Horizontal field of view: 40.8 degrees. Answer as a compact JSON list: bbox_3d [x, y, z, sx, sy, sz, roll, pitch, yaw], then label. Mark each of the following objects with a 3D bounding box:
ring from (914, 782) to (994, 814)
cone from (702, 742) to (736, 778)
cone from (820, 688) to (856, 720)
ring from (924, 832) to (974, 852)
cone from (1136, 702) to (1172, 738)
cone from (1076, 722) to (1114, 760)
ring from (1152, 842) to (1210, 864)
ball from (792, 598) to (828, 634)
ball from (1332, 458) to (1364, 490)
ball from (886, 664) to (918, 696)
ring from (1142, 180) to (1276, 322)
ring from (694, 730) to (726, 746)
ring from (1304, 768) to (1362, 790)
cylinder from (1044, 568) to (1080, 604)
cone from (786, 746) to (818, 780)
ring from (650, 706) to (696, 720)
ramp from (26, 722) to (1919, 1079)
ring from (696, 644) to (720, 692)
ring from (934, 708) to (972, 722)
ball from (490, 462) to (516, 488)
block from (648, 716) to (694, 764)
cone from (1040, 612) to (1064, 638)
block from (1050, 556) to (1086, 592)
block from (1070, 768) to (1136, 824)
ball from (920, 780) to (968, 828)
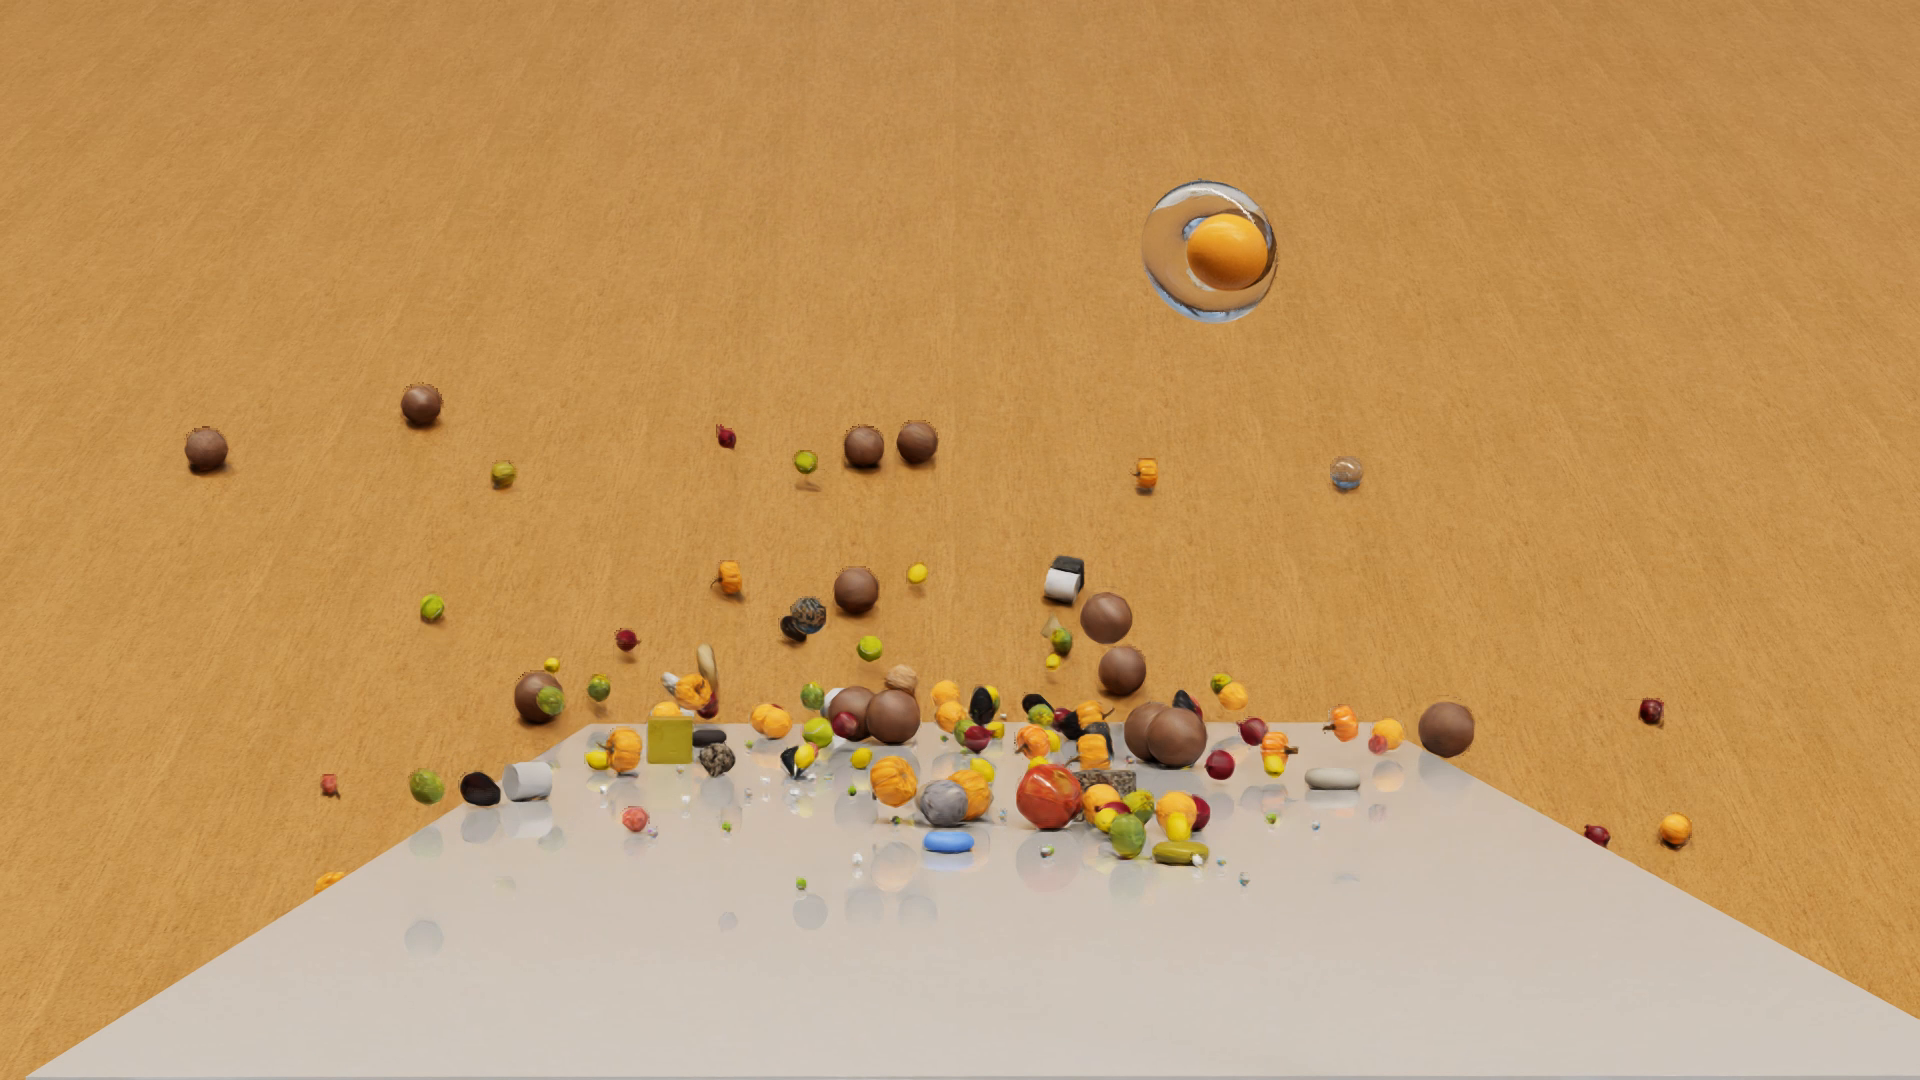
[{"bbox_3d":[-0.012,0.475,4.757,0.148,0.049,0.148,-1,2,0],"label":"ring"},{"bbox_3d":[-0.508,0.472,5.350,0.075,0.075,0.075,5,43,10],"label":"cone"},{"bbox_3d":[-0.299,0.447,6.730,0.094,0.094,0.094,-22,38,-36],"label":"cone"},{"bbox_3d":[-0.018,0.494,4.231,0.084,0.028,0.084,1,0,0],"label":"ring"},{"bbox_3d":[0.468,0.452,6.223,0.092,0.092,0.092,2,28,3],"label":"cone"},{"bbox_3d":[0.317,0.462,5.701,0.090,0.090,0.090,-14,34,-26],"label":"cone"},{"bbox_3d":[0.350,0.496,4.089,0.091,0.030,0.091,1,0,0],"label":"ring"},{"bbox_3d":[-0.325,0.165,5.570,0.077,0.077,0.077,0,27,0],"label":"ball"},{"bbox_3d":[1.200,-0.207,7.995,0.099,0.099,0.099,0,27,0],"label":"ball"},{"bbox_3d":[-0.154,0.374,6.871,0.086,0.086,0.086,0,27,0],"label":"ball"},{"bbox_3d":[0.227,-0.262,2.357,0.134,0.134,0.045,15,28,27],"label":"ring"},{"bbox_3d":[-0.594,0.461,6.002,0.100,0.033,0.100,-4,-1,0],"label":"ring"},{"bbox_3d":[0.741,0.474,5.126,0.112,0.037,0.112,1,0,0],"label":"ring"},{"bbox_3d":[0.290,0.131,7.331,0.085,0.085,0.085,13,29,12],"label":"cylinder"},{"bbox_3d":[-0.337,0.474,5.295,0.071,0.071,0.071,9,57,17],"label":"cone"},{"bbox_3d":[-0.735,0.448,6.595,0.117,0.039,0.117,0,1,0],"label":"ring"},{"bbox_3d":[0.061,0.552,4.589,2.000,0.100,4.000,0,1,0],"label":"ramp"},{"bbox_3d":[-0.670,0.340,6.859,0.045,0.135,0.135,-10,28,-4],"label":"ring"},{"bbox_3d":[-0.019,0.453,6.691,0.101,0.034,0.101,0,0,0],"label":"ring"},{"bbox_3d":[-1.417,-0.203,8.006,0.080,0.080,0.080,0,27,0],"label":"ball"},{"bbox_3d":[-0.631,0.436,5.622,0.096,0.096,0.096,0,1,-9],"label":"block"},{"bbox_3d":[0.259,0.229,7.176,0.067,0.067,0.067,0,27,0],"label":"cone"},{"bbox_3d":[0.309,0.102,7.412,0.079,0.079,0.079,10,29,19],"label":"block"},{"bbox_3d":[0.257,0.458,4.622,0.086,0.086,0.086,1,1,32],"label":"block"},{"bbox_3d":[-0.027,0.461,4.521,0.084,0.084,0.084,0,27,0],"label":"ball"}]
